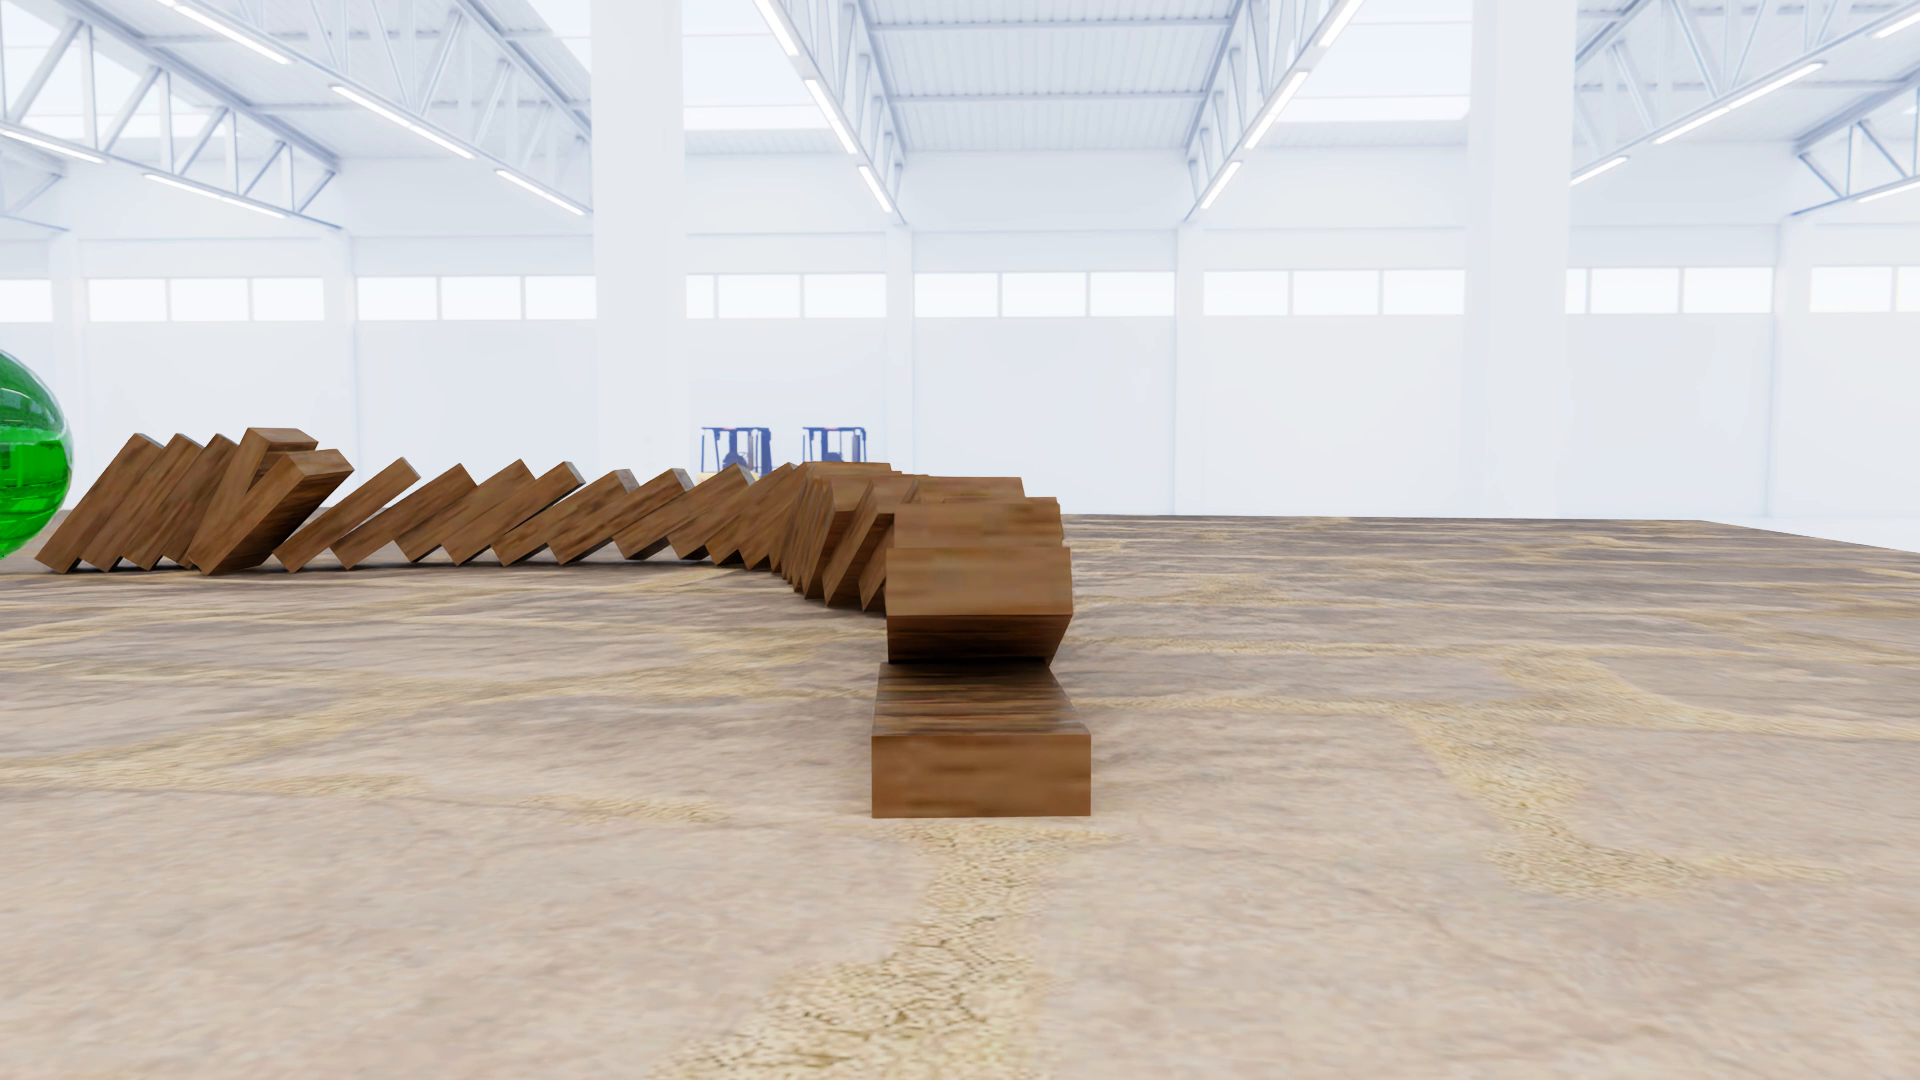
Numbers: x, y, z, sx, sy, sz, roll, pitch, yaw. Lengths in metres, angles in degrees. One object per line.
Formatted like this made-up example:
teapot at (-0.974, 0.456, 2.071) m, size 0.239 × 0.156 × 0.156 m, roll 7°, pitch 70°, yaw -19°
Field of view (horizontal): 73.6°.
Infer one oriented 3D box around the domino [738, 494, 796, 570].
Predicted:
domino at (-0.049, -0.007, 0.427) m, size 0.050 × 0.009 × 0.025 m, roll -38°, pitch -19°, yaw 33°

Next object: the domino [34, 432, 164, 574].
domino at (-0.288, -0.013, 0.432) m, size 0.009 × 0.050 × 0.025 m, roll 37°, pitch -13°, yaw -24°

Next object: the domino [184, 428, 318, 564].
domino at (-0.241, -0.014, 0.436) m, size 0.009 × 0.050 × 0.025 m, roll 31°, pitch 8°, yaw 5°

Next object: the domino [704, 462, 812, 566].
domino at (-0.062, -0.009, 0.441) m, size 0.050 × 0.009 × 0.025 m, roll -36°, pitch -14°, yaw 24°

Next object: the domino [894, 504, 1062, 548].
domino at (0.002, 0.009, 0.214) m, size 0.025 × 0.009 × 0.050 m, roll 0°, pitch -24°, yaw -3°

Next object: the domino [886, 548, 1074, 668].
domino at (0.002, 0.014, 0.196) m, size 0.025 × 0.010 × 0.050 m, roll 0°, pitch -19°, yaw -3°

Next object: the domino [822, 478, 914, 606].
domino at (-0.016, 0.001, 0.319) m, size 0.025 × 0.009 × 0.050 m, roll -1°, pitch -27°, yaw -22°

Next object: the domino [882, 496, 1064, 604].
domino at (0.002, 0.005, 0.286) m, size 0.025 × 0.009 × 0.050 m, roll -2°, pitch -23°, yaw -20°

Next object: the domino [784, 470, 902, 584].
domino at (-0.034, -0.003, 0.369) m, size 0.025 × 0.010 × 0.050 m, roll -1°, pitch -28°, yaw -18°

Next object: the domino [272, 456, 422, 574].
domino at (-0.207, -0.009, 0.436) m, size 0.050 × 0.009 × 0.025 m, roll -41°, pitch 17°, yaw -14°

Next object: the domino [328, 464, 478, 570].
domino at (-0.193, -0.009, 0.446) m, size 0.050 × 0.010 × 0.025 m, roll -37°, pitch 16°, yaw -17°

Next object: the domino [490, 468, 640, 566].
domino at (-0.139, -0.008, 0.455) m, size 0.050 × 0.010 × 0.025 m, roll -31°, pitch 5°, yaw 0°

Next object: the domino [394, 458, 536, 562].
domino at (-0.175, -0.010, 0.456) m, size 0.050 × 0.010 × 0.025 m, roll -36°, pitch 10°, yaw -15°

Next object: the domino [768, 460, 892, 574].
domino at (-0.041, -0.007, 0.405) m, size 0.025 × 0.009 × 0.050 m, roll 0°, pitch -31°, yaw -27°

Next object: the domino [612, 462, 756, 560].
domino at (-0.096, -0.010, 0.456) m, size 0.050 × 0.009 × 0.025 m, roll -31°, pitch -2°, yaw 0°

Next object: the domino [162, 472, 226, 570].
domino at (-0.257, -0.014, 0.448) m, size 0.010 × 0.050 × 0.025 m, roll 37°, pitch -13°, yaw -24°

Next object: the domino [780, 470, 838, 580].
domino at (-0.038, -0.004, 0.387) m, size 0.025 × 0.010 × 0.050 m, roll -1°, pitch -28°, yaw -19°

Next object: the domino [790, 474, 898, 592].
domino at (-0.030, -0.001, 0.353) m, size 0.025 × 0.010 × 0.050 m, roll -1°, pitch -28°, yaw -19°

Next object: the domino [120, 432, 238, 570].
domino at (-0.268, -0.014, 0.443) m, size 0.010 × 0.050 × 0.025 m, roll 37°, pitch -13°, yaw -24°

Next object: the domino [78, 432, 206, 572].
domino at (-0.278, -0.013, 0.438) m, size 0.010 × 0.050 × 0.025 m, roll 37°, pitch -13°, yaw -24°

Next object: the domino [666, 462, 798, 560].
domino at (-0.077, -0.010, 0.455) m, size 0.050 × 0.010 × 0.025 m, roll -31°, pitch -4°, yaw 4°

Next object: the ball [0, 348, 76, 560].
ball at (-0.331, -0.028, 0.410) m, size 0.080 × 0.080 × 0.080 m, roll 0°, pitch 4°, yaw 0°

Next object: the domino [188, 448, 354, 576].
domino at (-0.225, -0.009, 0.419) m, size 0.050 × 0.009 × 0.025 m, roll -41°, pitch -1°, yaw 12°

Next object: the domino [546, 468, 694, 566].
domino at (-0.119, -0.009, 0.454) m, size 0.050 × 0.009 × 0.025 m, roll -31°, pitch 3°, yaw 0°

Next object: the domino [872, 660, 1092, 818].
domino at (0.001, 0.025, 0.171) m, size 0.025 × 0.010 × 0.050 m, roll 0°, pitch 4°, yaw -2°

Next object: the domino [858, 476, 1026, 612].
domino at (-0.005, 0.002, 0.303) m, size 0.025 × 0.010 × 0.050 m, roll -1°, pitch -27°, yaw -22°

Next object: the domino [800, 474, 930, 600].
domino at (-0.025, 0.000, 0.335) m, size 0.025 × 0.009 × 0.050 m, roll -3°, pitch -27°, yaw -18°

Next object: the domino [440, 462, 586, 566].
domino at (-0.158, -0.010, 0.457) m, size 0.050 × 0.009 × 0.025 m, roll -35°, pitch 9°, yaw -7°
